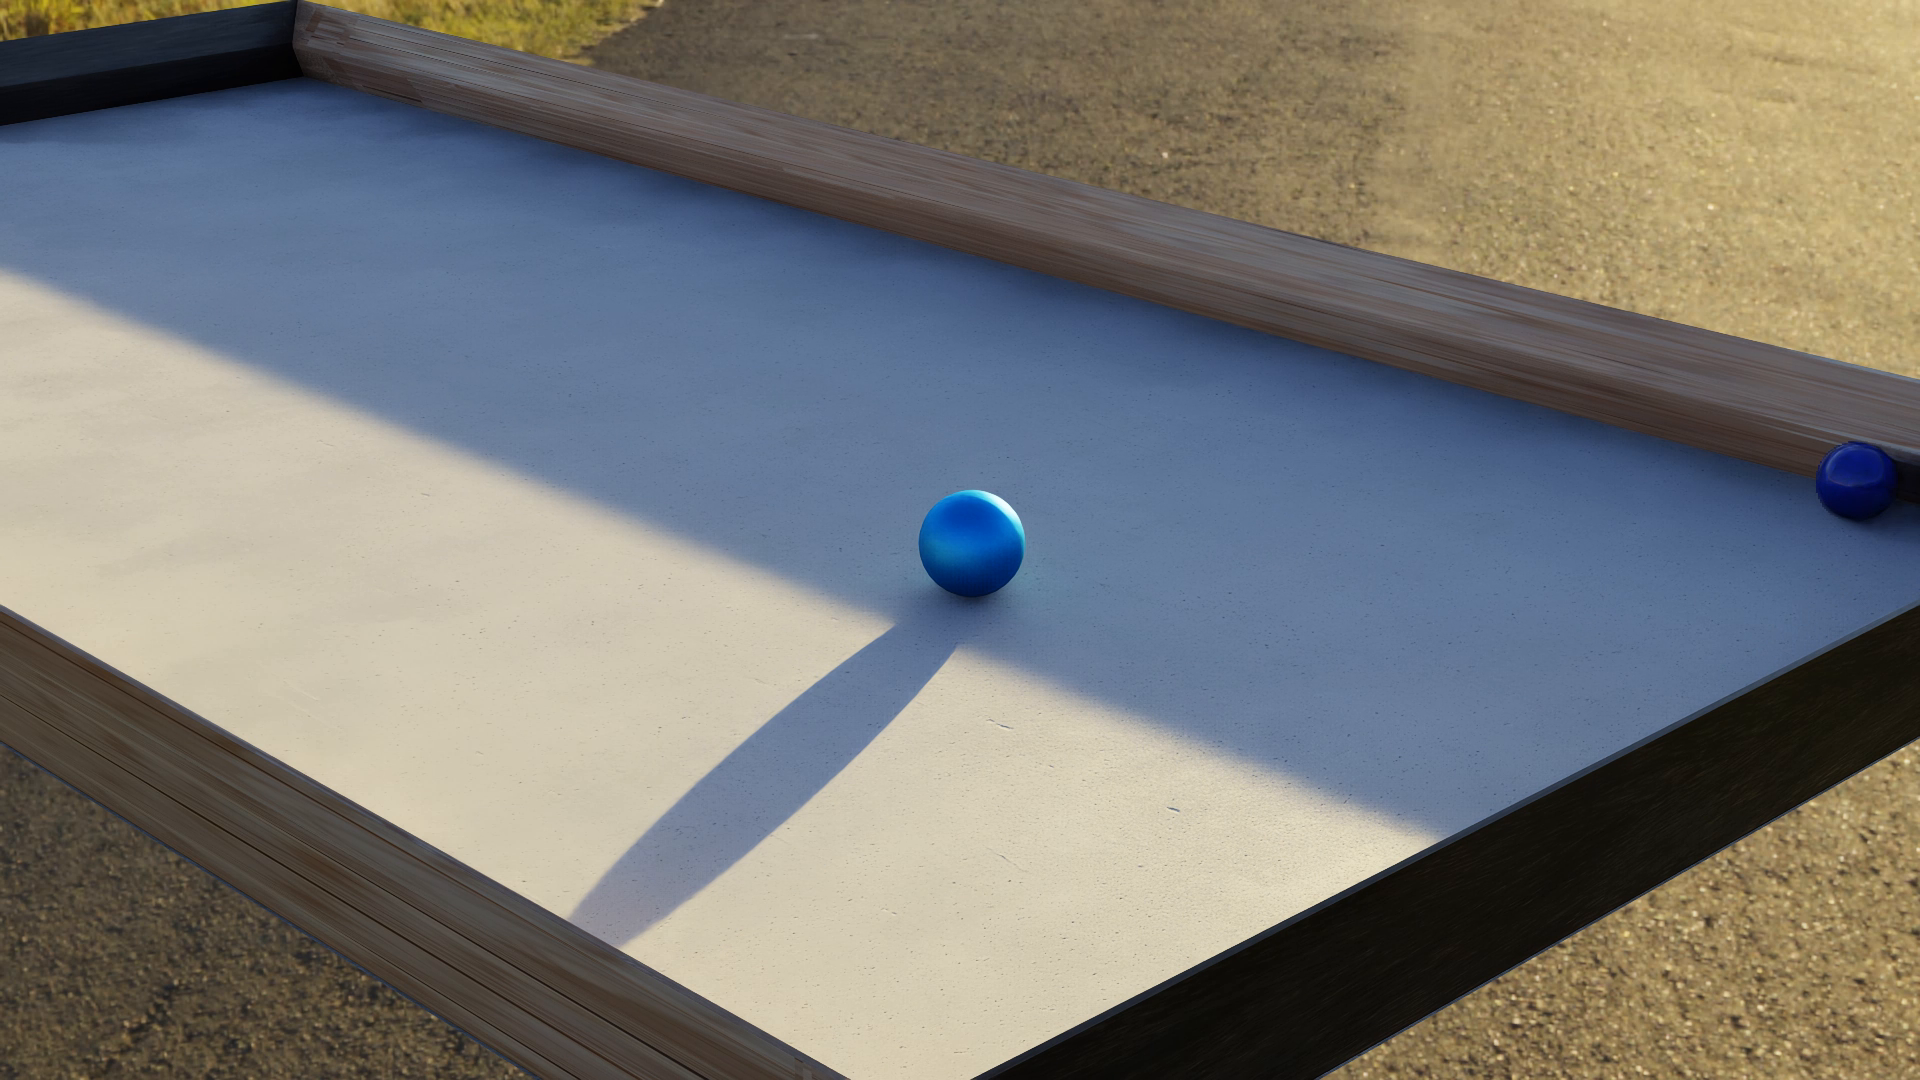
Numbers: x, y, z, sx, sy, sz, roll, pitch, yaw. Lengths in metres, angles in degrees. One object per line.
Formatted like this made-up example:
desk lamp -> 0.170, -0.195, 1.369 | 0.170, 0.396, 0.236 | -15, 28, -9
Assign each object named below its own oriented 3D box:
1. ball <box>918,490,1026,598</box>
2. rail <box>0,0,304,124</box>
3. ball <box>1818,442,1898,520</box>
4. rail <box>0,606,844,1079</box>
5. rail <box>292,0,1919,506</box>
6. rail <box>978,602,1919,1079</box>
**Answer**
ball -> 0.011, 0.003, 2.660 | 0.097, 0.097, 0.097 | 0, 20, 0
rail -> -1.650, -0.622, 4.290 | 1.626, 0.126, 0.045 | -19, 27, -41
ball -> 0.871, -0.057, 2.851 | 0.075, 0.075, 0.075 | 0, 20, 0
rail -> -1.123, -0.034, 2.716 | 0.045, 0.126, 3.195 | -19, 27, -41
rail -> 0.012, -0.419, 3.745 | 0.045, 0.126, 3.195 | -19, 27, -41
rail -> 0.539, 0.169, 2.171 | 1.626, 0.126, 0.045 | -19, 27, -41
